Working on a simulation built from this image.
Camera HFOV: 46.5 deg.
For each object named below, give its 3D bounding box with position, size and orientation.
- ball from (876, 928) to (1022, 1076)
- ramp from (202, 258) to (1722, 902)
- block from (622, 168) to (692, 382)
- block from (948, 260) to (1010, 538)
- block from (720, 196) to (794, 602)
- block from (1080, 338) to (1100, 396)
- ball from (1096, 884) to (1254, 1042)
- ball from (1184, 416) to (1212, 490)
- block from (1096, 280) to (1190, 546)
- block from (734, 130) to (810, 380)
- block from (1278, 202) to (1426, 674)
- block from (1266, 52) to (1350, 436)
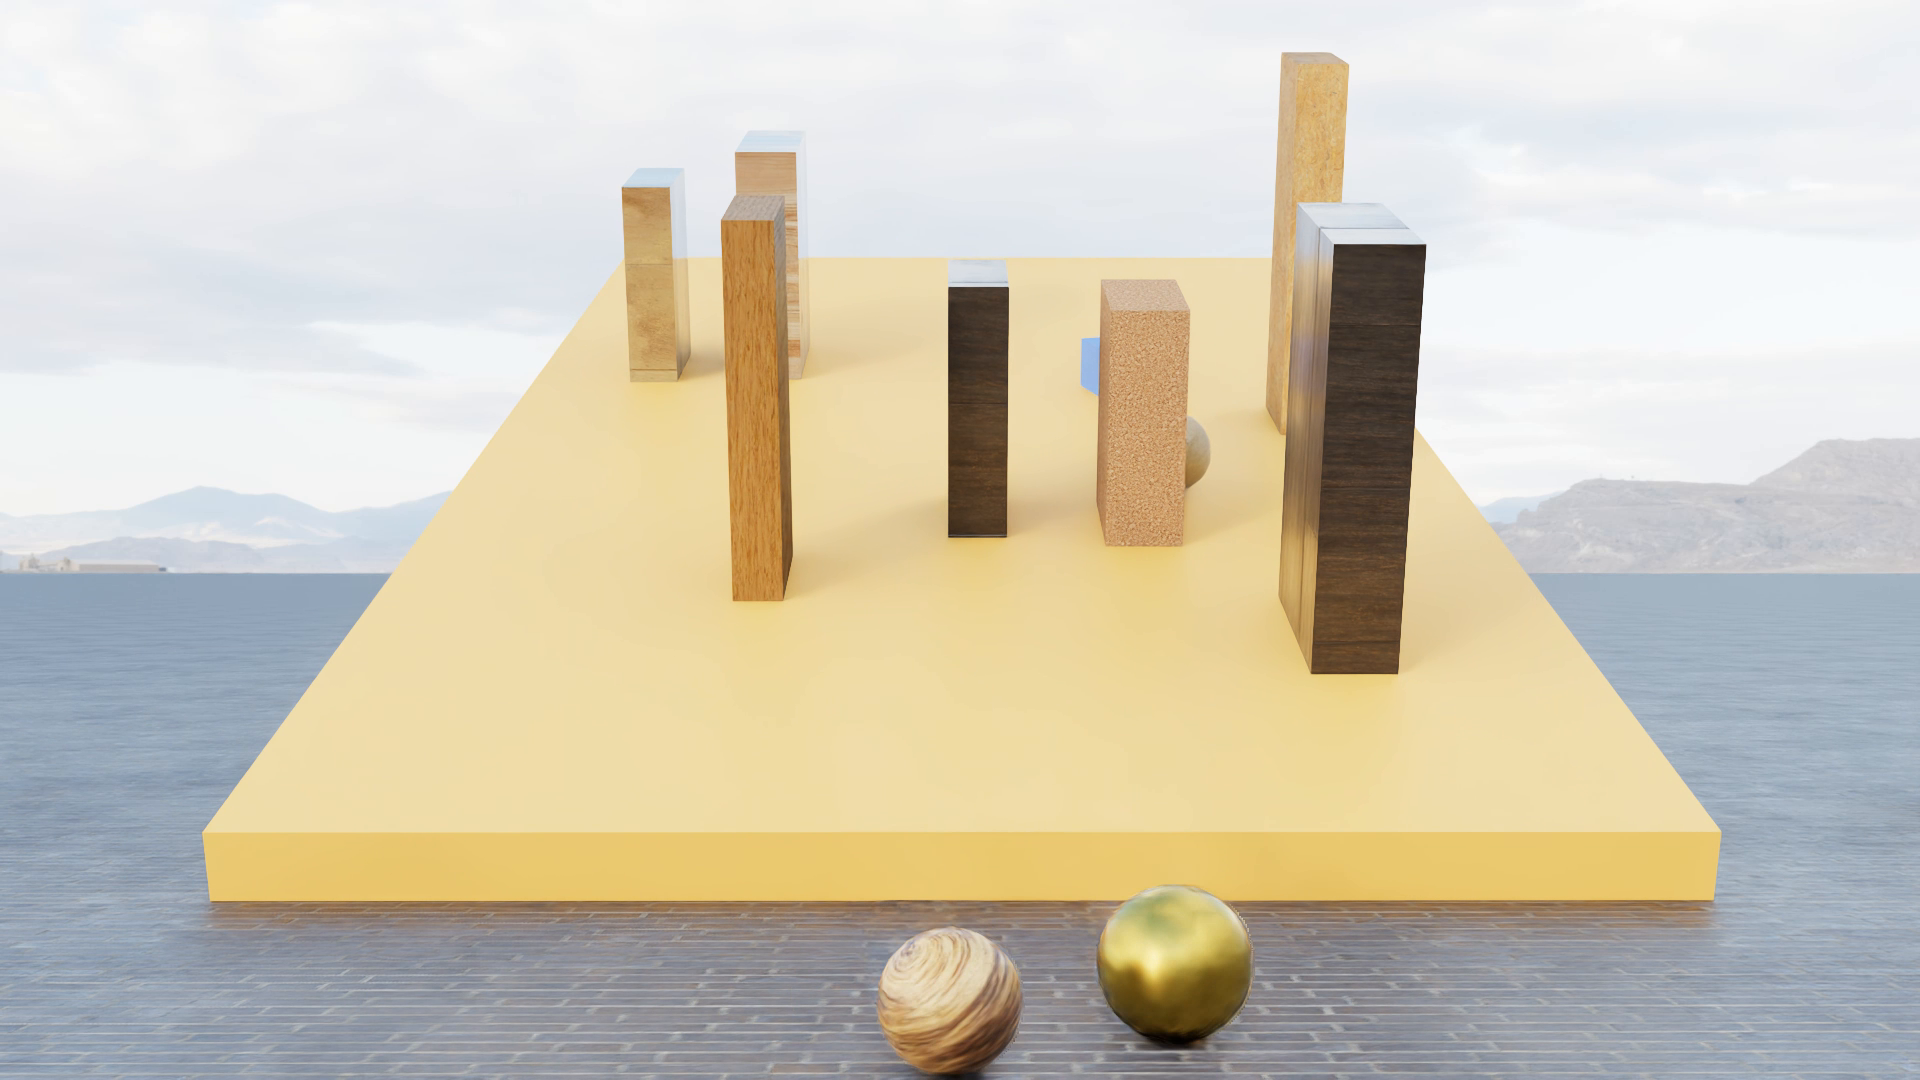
[{"bbox_3d":[-0.009,0.404,1.959,0.128,0.128,0.128,0,-1,0],"label":"ball"},{"bbox_3d":[-0.004,-0.187,4.862,2.000,0.100,4.000,0,18,0],"label":"ramp"},{"bbox_3d":[-0.721,-0.635,5.333,0.111,0.460,0.293,0,18,0],"label":"block"},{"bbox_3d":[0.032,-0.268,4.188,0.109,0.471,0.255,0,18,0],"label":"block"},{"bbox_3d":[-0.344,-0.243,3.822,0.086,0.651,0.248,0,18,0],"label":"block"},{"bbox_3d":[0.354,-0.405,5.191,0.112,0.112,0.112,-6,19,-18],"label":"block"},{"bbox_3d":[0.201,0.396,2.096,0.146,0.146,0.146,0,-1,0],"label":"ball"},{"bbox_3d":[0.418,-0.174,4.409,0.157,0.157,0.157,0,-1,0],"label":"ball"},{"bbox_3d":[0.337,-0.240,4.158,0.141,0.439,0.281,0,18,0],"label":"block"},{"bbox_3d":[-0.447,-0.691,5.382,0.141,0.536,0.366,0,18,0],"label":"block"},{"bbox_3d":[0.615,-0.169,3.556,0.136,0.676,0.365,0,18,0],"label":"block"},{"bbox_3d":[0.744,-0.638,4.821,0.105,0.787,0.246,0,18,0],"label":"block"}]
